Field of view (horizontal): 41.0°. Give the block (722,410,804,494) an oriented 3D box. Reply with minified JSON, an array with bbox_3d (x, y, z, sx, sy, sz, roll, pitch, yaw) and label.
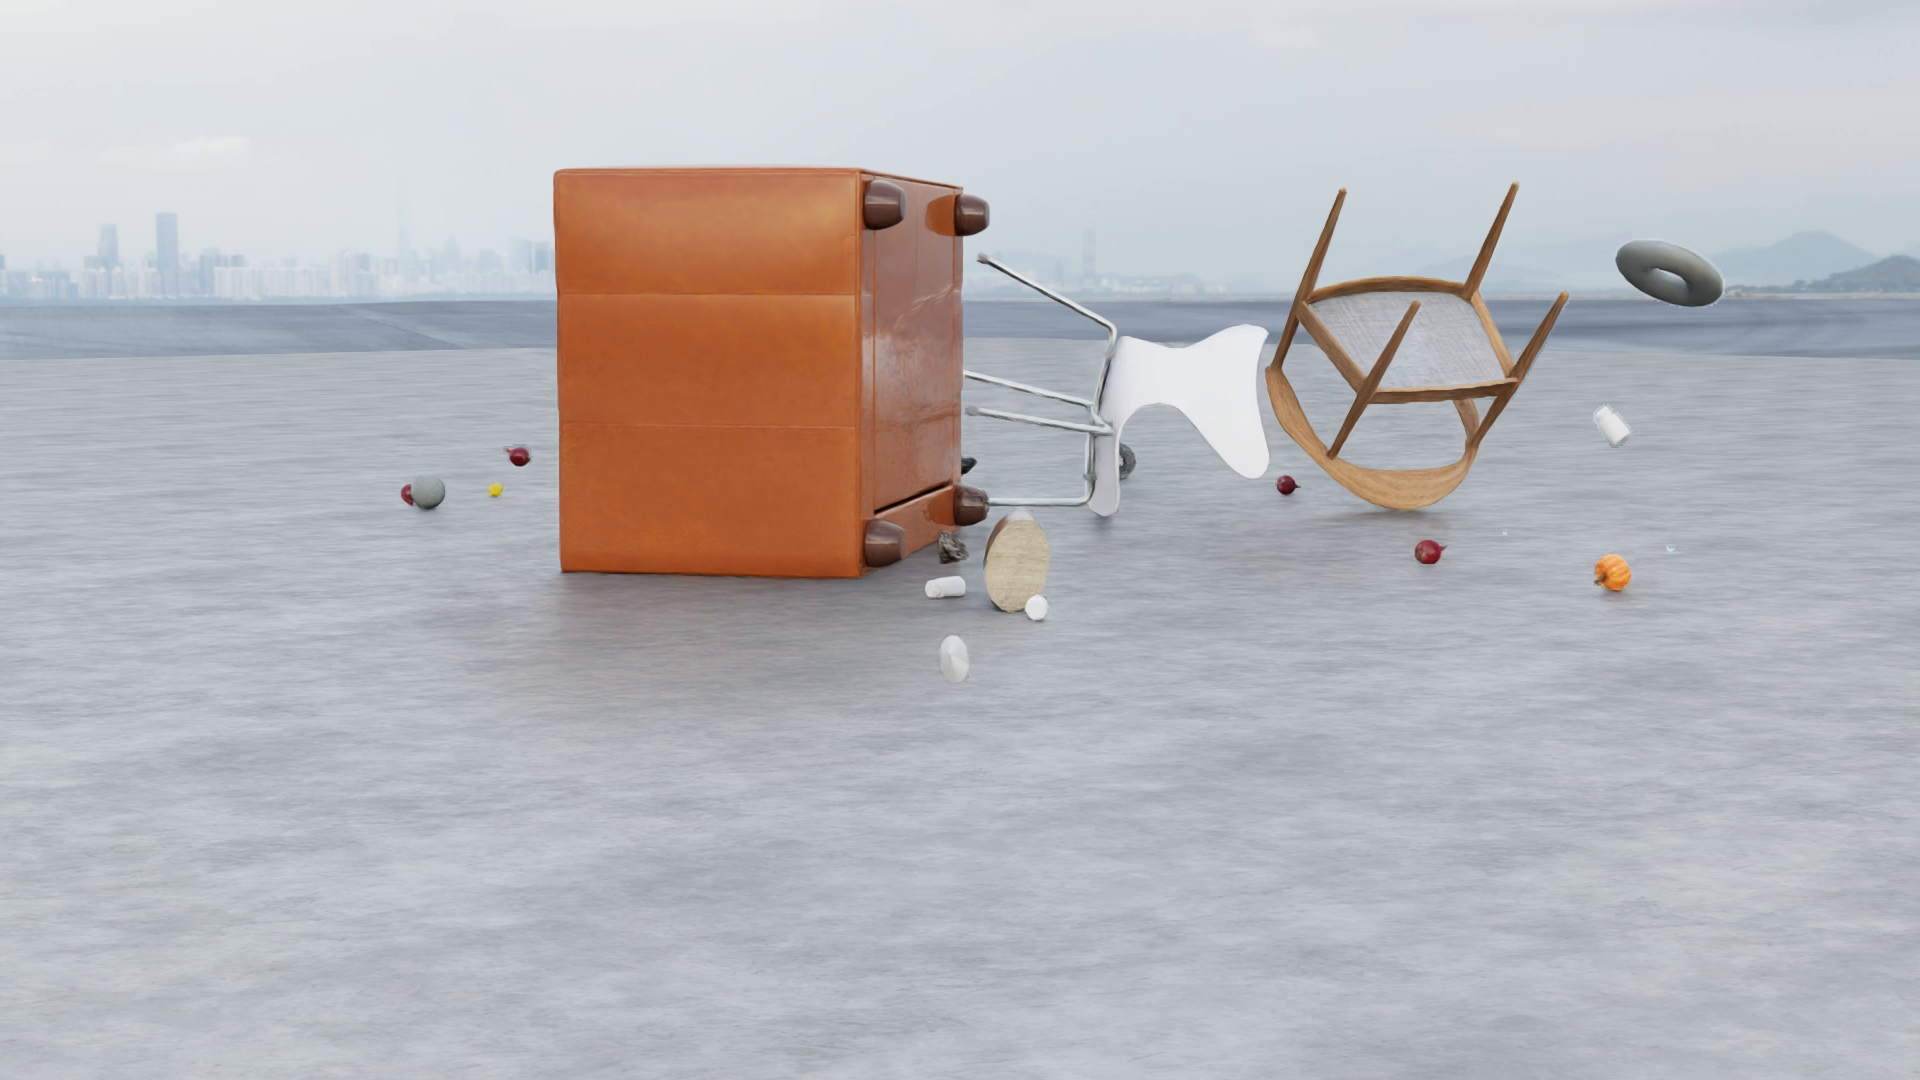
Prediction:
[{"bbox_3d":[-0.594,-0.263,7.707,0.148,0.175,0.135,-29,-6,-27],"label":"block"}]

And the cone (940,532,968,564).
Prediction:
[{"bbox_3d":[-0.025,0.030,4.986,0.067,0.050,0.076,16,33,-36],"label":"cone"}]

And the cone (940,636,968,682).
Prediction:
[{"bbox_3d":[-0.012,0.189,4.147,0.047,0.079,0.047,-8,-12,7],"label":"cone"}]

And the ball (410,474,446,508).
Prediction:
[{"bbox_3d":[-1.508,-0.137,7.272,0.097,0.097,0.097,0,6,0],"label":"ball"}]

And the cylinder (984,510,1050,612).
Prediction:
[{"bbox_3d":[0.112,0.040,5.125,0.122,0.186,0.180,12,6,-2],"label":"cylinder"}]

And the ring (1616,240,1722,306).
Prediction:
[{"bbox_3d":[1.576,-0.592,5.700,0.238,0.052,0.317,17,-9,28],"label":"ring"}]
